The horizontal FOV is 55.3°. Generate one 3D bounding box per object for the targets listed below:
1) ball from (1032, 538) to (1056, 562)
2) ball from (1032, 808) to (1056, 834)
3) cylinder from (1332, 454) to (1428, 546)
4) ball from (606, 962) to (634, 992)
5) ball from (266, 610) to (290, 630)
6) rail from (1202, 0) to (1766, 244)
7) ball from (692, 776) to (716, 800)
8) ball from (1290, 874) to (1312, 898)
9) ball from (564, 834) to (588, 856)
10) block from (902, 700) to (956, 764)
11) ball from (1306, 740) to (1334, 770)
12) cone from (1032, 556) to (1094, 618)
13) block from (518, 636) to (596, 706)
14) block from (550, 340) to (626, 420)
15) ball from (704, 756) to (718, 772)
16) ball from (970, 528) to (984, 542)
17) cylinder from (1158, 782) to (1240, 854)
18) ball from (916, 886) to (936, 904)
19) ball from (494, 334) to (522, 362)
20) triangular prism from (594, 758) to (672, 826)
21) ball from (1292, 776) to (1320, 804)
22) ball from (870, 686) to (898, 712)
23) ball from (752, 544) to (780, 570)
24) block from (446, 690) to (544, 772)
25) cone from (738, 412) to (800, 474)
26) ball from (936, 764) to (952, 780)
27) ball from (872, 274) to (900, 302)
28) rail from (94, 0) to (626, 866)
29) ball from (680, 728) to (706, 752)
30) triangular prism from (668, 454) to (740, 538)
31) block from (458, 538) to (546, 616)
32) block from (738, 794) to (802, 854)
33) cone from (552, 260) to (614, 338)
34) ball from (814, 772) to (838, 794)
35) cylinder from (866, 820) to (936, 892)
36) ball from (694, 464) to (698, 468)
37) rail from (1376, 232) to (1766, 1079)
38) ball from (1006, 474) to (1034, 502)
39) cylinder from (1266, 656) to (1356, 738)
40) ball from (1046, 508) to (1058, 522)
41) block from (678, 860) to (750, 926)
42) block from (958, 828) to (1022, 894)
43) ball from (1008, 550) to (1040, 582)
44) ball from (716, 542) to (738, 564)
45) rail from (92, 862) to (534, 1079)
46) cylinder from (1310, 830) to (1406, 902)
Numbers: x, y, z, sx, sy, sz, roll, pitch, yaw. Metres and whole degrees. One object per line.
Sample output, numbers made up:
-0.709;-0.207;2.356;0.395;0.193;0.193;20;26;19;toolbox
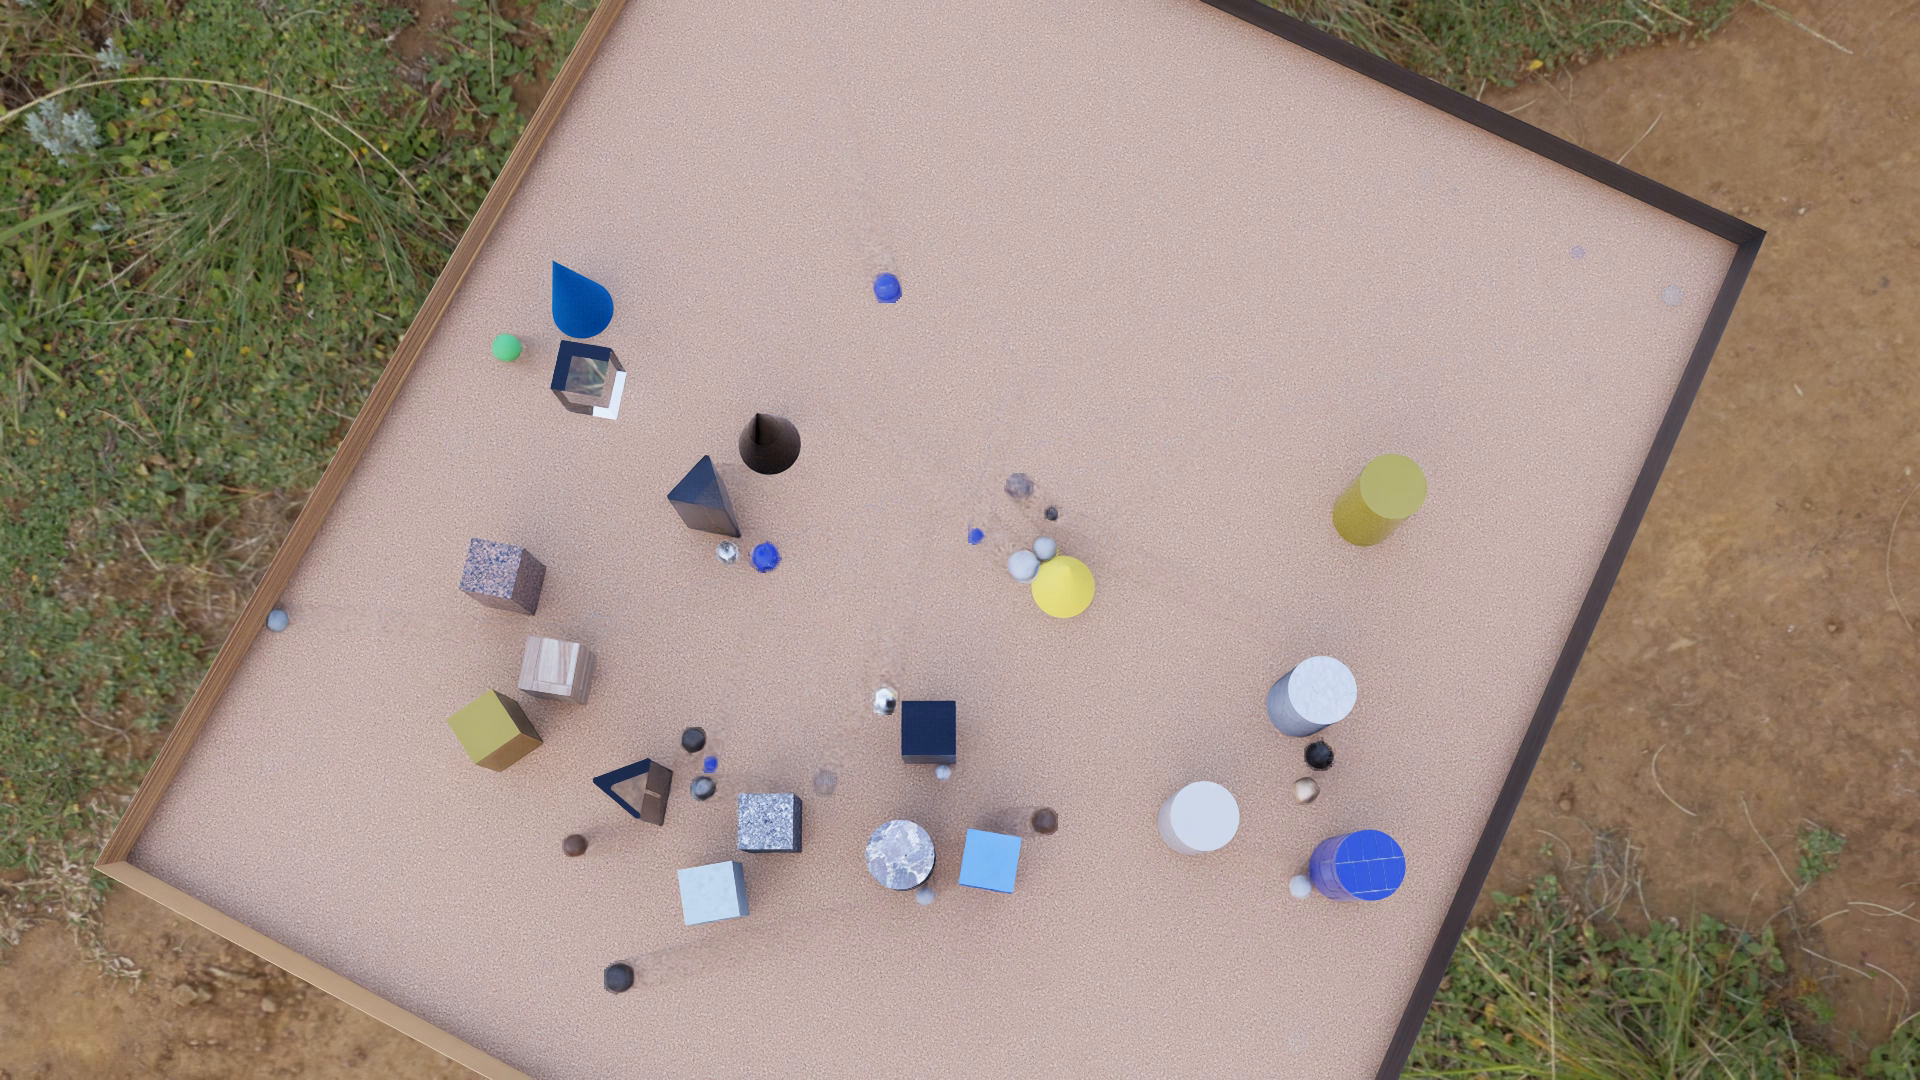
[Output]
0.257;0.028;5.574;0.071;0.071;0.071;0;78;0;ball
0.248;0.830;5.407;0.075;0.075;0.075;0;78;0;ball
1.241;-0.114;5.439;0.193;0.394;0.193;0;78;0;cylinder
-0.986;1.269;5.311;0.085;0.085;0.085;0;78;0;ball
-2.061;0.242;5.533;0.066;0.066;0.066;0;78;0;ball
0.879;-1.715;5.906;3.613;0.125;0.045;26;80;5;rail
-0.759;0.735;5.429;0.070;0.070;0.070;0;78;0;ball
0.998;1.014;5.373;0.065;0.065;0.065;0;78;0;ball
-1.131;0.899;5.396;0.068;0.068;0.068;0;78;0;ball
-0.089;0.564;5.349;0.154;0.296;0.154;0;78;0;block
1.068;0.639;5.441;0.084;0.084;0.084;0;78;0;ball
0.315;0.109;5.428;0.193;0.326;0.193;0;78;0;cone
-1.188;0.388;5.412;0.154;0.242;0.154;8;78;2;block
-1.131;-0.487;5.589;0.154;0.251;0.154;10;78;2;block
-0.742;0.666;5.456;0.045;0.045;0.045;0;78;0;ball
0.050;-0.015;5.597;0.044;0.044;0.044;0;78;0;ball
0.683;0.804;5.278;0.193;0.336;0.193;0;78;0;cylinder
-0.100;1.042;5.373;0.054;0.054;0.054;0;78;0;ball
-1.406;-0.596;5.696;0.087;0.087;0.087;0;78;0;ball
-0.905;0.701;5.263;0.167;0.409;0.145;39;81;7;triangular prism
1.025;0.741;5.423;0.078;0.078;0.078;0;78;0;ball
-0.225;0.475;5.476;0.082;0.082;0.082;0;78;0;ball
-0.589;0.051;5.563;0.084;0.084;0.084;0;78;0;ball
-1.353;0.559;5.348;0.154;0.300;0.154;-35;80;-7;block
-0.589;-0.333;5.498;0.193;0.367;0.193;0;78;0;cone
-0.050;0.691;5.449;0.047;0.047;0.047;0;78;0;ball
-0.229;-0.791;5.735;0.088;0.088;0.088;0;78;0;ball
-1.595;-0.774;5.712;0.045;0.125;3.979;26;80;5;rail
-0.794;0.596;5.456;0.073;0.073;0.073;0;78;0;ball
-0.740;-0.134;5.440;0.167;0.401;0.145;11;79;2;triangular prism
-1.353;0.112;5.437;0.154;0.305;0.154;11;79;2;block
-0.546;0.821;5.295;0.154;0.297;0.154;0;78;0;block
-1.187;-0.770;5.552;0.193;0.438;0.193;0;78;0;cone
-0.398;0.720;5.432;0.070;0.070;0.070;0;78;0;ball
-0.168;0.910;5.274;0.193;0.301;0.193;0;78;0;cylinder
-0.795;-0.214;5.636;0.048;0.048;0.048;0;78;0;ball
1.595;0.787;5.389;0.045;0.125;3.979;26;80;5;rail
0.185;-0.158;5.606;0.086;0.086;0.086;0;78;0;ball
1.018;0.459;5.328;0.193;0.378;0.193;0;78;0;cylinder
0.281;-0.079;5.612;0.042;0.042;0.042;0;78;0;ball
-0.708;1.019;5.281;0.154;0.245;0.154;-10;78;-2;block
0.085;0.928;5.284;0.154;0.275;0.154;9;78;2;block
0.191;0.077;5.551;0.096;0.096;0.096;0;78;0;ball
-0.707;0.040;5.573;0.069;0.069;0.069;0;78;0;ball
-0.879;1.728;5.194;3.613;0.125;0.045;26;80;5;rail
1.128;0.932;5.224;0.193;0.391;0.193;0;78;0;cylinder
